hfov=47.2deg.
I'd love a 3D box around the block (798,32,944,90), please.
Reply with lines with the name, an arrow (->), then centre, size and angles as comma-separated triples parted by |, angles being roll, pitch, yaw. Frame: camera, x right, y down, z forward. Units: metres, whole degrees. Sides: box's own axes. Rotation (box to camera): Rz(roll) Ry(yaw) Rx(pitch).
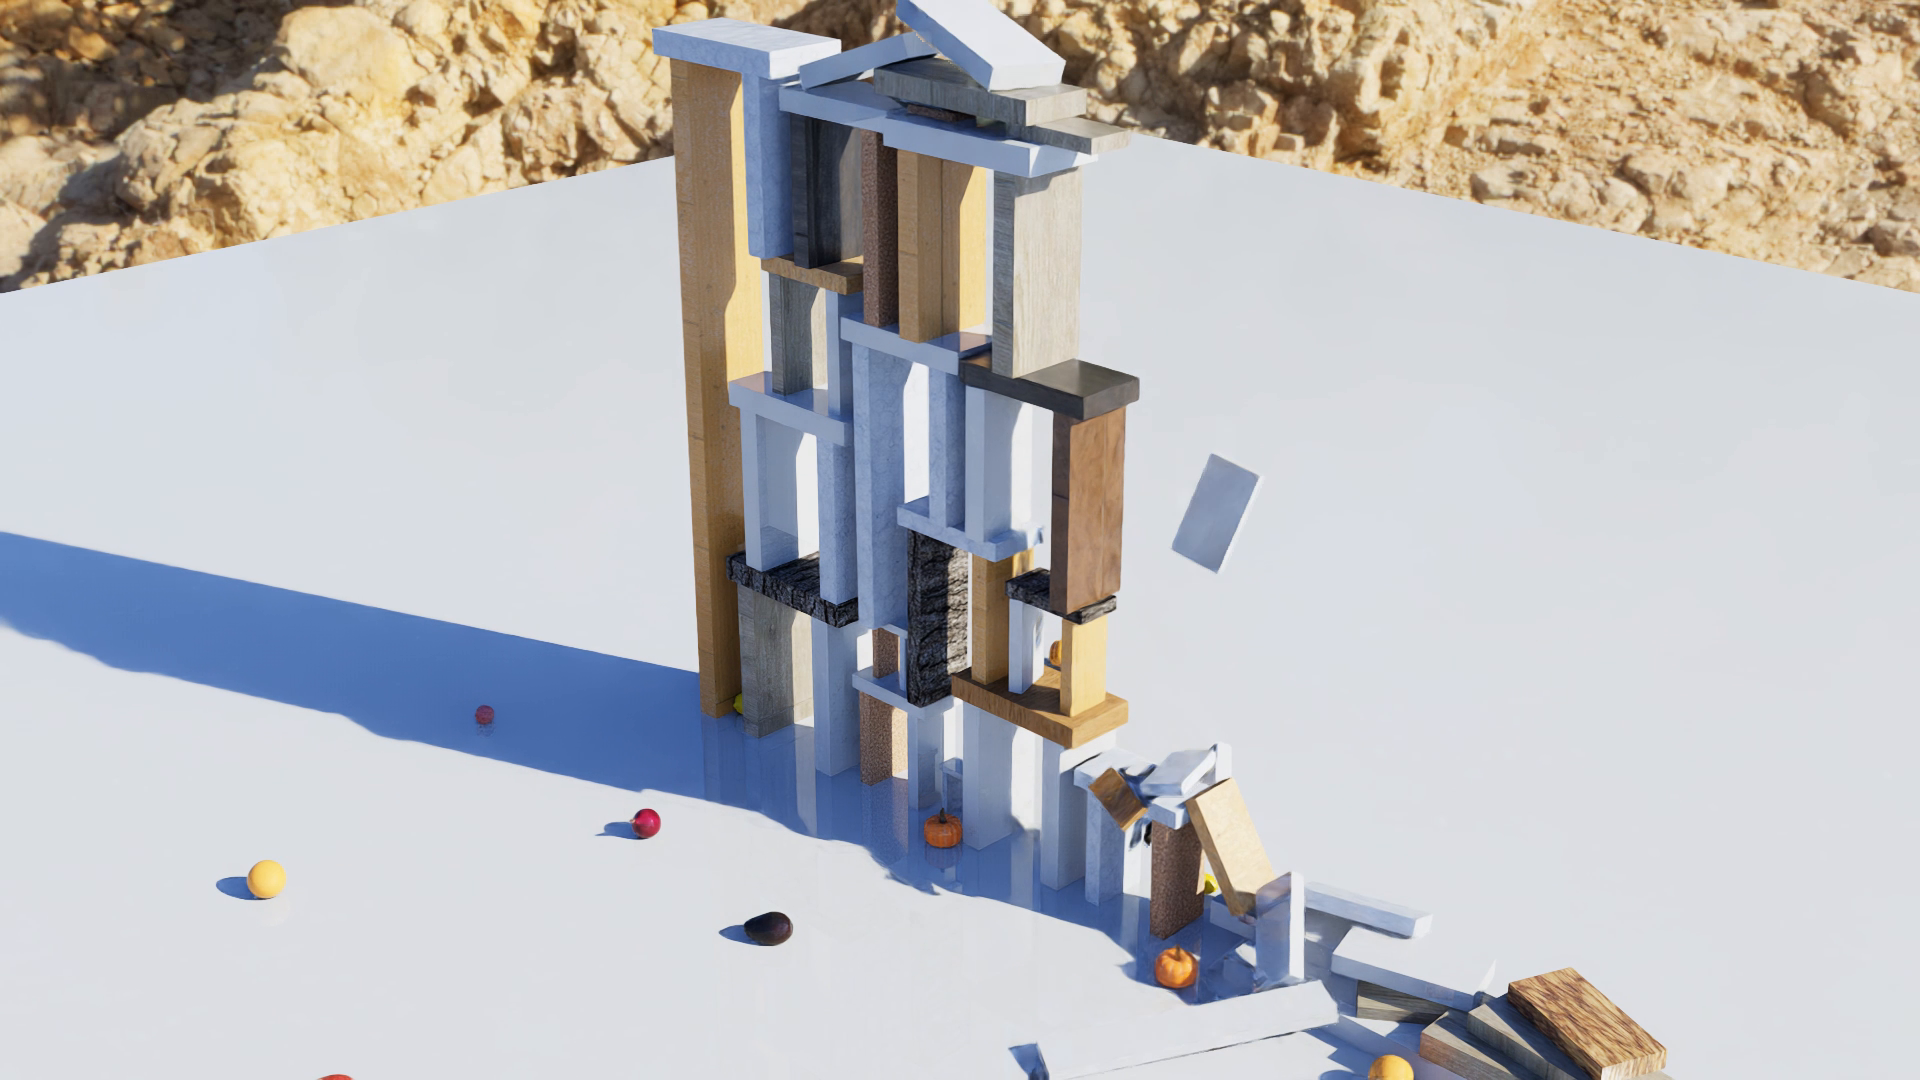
block -> -0.142, -0.884, 4.025 | 0.153, 0.043, 0.306 | -21, 12, -40

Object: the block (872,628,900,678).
block -> -0.151, 0.217, 4.474 | 0.017, 0.120, 0.060 | 21, 31, 41

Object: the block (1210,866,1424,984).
block -> 0.640, 0.690, 3.950 | 0.339, 0.048, 0.170 | 18, 29, 36

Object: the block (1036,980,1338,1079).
block -> 0.384, 0.828, 3.710 | 0.505, 0.023, 0.081 | -10, 33, -9

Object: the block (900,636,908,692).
block -> -0.094, 0.239, 4.422 | 0.017, 0.120, 0.060 | 21, 31, 40

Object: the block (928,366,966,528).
block -> 0.012, -0.191, 4.128 | 0.044, 0.310, 0.155 | 21, 31, 41

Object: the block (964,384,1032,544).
block -> 0.072, -0.160, 4.068 | 0.042, 0.299, 0.149 | 17, 28, 34

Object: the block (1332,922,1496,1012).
block -> 0.775, 0.726, 3.758 | 0.247, 0.035, 0.124 | 13, 26, 27

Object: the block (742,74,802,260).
block -> -0.332, -0.738, 4.270 | 0.177, 0.355, 0.050 | -21, 31, -40

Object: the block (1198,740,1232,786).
block -> 0.450, 0.491, 4.170 | 0.031, 0.221, 0.111 | 20, 44, -12

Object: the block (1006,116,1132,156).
block -> 0.183, -0.692, 3.735 | 0.099, 0.028, 0.197 | -21, 32, -40

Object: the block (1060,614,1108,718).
block -> 0.229, 0.222, 4.072 | 0.027, 0.193, 0.096 | 21, 31, 40

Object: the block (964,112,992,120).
block -> 0.044, -0.759, 3.866 | 0.057, 0.016, 0.121 | -20, 31, -40

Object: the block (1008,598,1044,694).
block -> 0.126, 0.184, 4.163 | 0.027, 0.193, 0.096 | 11, 25, 25

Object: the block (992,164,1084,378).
block -> 0.136, -0.483, 3.872 | 0.050, 0.365, 0.176 | 21, 31, 40

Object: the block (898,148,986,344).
block -> -0.032, -0.552, 4.019 | 0.050, 0.353, 0.176 | 21, 31, 40

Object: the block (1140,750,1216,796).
block -> 0.394, 0.420, 3.965 | 0.081, 0.023, 0.161 | -6, 14, 30

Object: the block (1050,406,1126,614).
block -> 0.229, -0.066, 3.951 | 0.042, 0.379, 0.149 | 21, 31, 40

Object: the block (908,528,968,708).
block -> -0.044, 0.136, 4.334 | 0.037, 0.379, 0.131 | 22, 31, 40

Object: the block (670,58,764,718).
block -> -0.493, -0.301, 4.627 | 0.050, 1.439, 0.177 | 19, 30, 37

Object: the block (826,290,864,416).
block -> -0.202, -0.378, 4.285 | 0.035, 0.248, 0.124 | 21, 31, 40

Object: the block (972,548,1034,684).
block -> 0.082, 0.132, 4.194 | 0.037, 0.263, 0.131 | 21, 31, 40

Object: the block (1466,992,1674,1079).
block -> 1.024, 0.851, 3.465 | 0.124, 0.035, 0.479 | -16, 28, -33

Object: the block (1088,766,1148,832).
block -> 0.286, 0.468, 3.979 | 0.057, 0.016, 0.113 | -44, 49, 5

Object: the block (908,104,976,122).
block -> -0.032, -0.765, 3.920 | 0.113, 0.016, 0.057 | 20, 30, 39

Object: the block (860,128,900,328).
block -> -0.113, -0.591, 4.090 | 0.148, 0.368, 0.042 | -21, 31, -40

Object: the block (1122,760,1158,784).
block -> 0.361, 0.434, 4.016 | 0.113, 0.016, 0.057 | 14, 27, 30

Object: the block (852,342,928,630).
block -> -0.134, -0.119, 4.316 | 0.044, 0.589, 0.155 | 21, 31, 40

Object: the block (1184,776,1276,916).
block -> 0.490, 0.550, 3.955 | 0.111, 0.221, 0.031 | -22, -1, -42

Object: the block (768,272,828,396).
block -> -0.319, -0.423, 4.390 | 0.124, 0.248, 0.035 | -20, 30, -39

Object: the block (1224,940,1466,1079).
block -> 0.882, 0.873, 3.642 | 0.995, 0.048, 0.170 | 21, 31, 40

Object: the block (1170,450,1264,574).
block -> 0.462, -0.051, 3.954 | 0.099, 0.197, 0.028 | 28, 20, 18

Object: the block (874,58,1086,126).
block -> 0.032, -0.790, 3.863 | 0.373, 0.043, 0.153 | 22, 31, 40

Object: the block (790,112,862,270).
block -> -0.252, -0.679, 4.208 | 0.042, 0.296, 0.148 | 21, 31, 40
